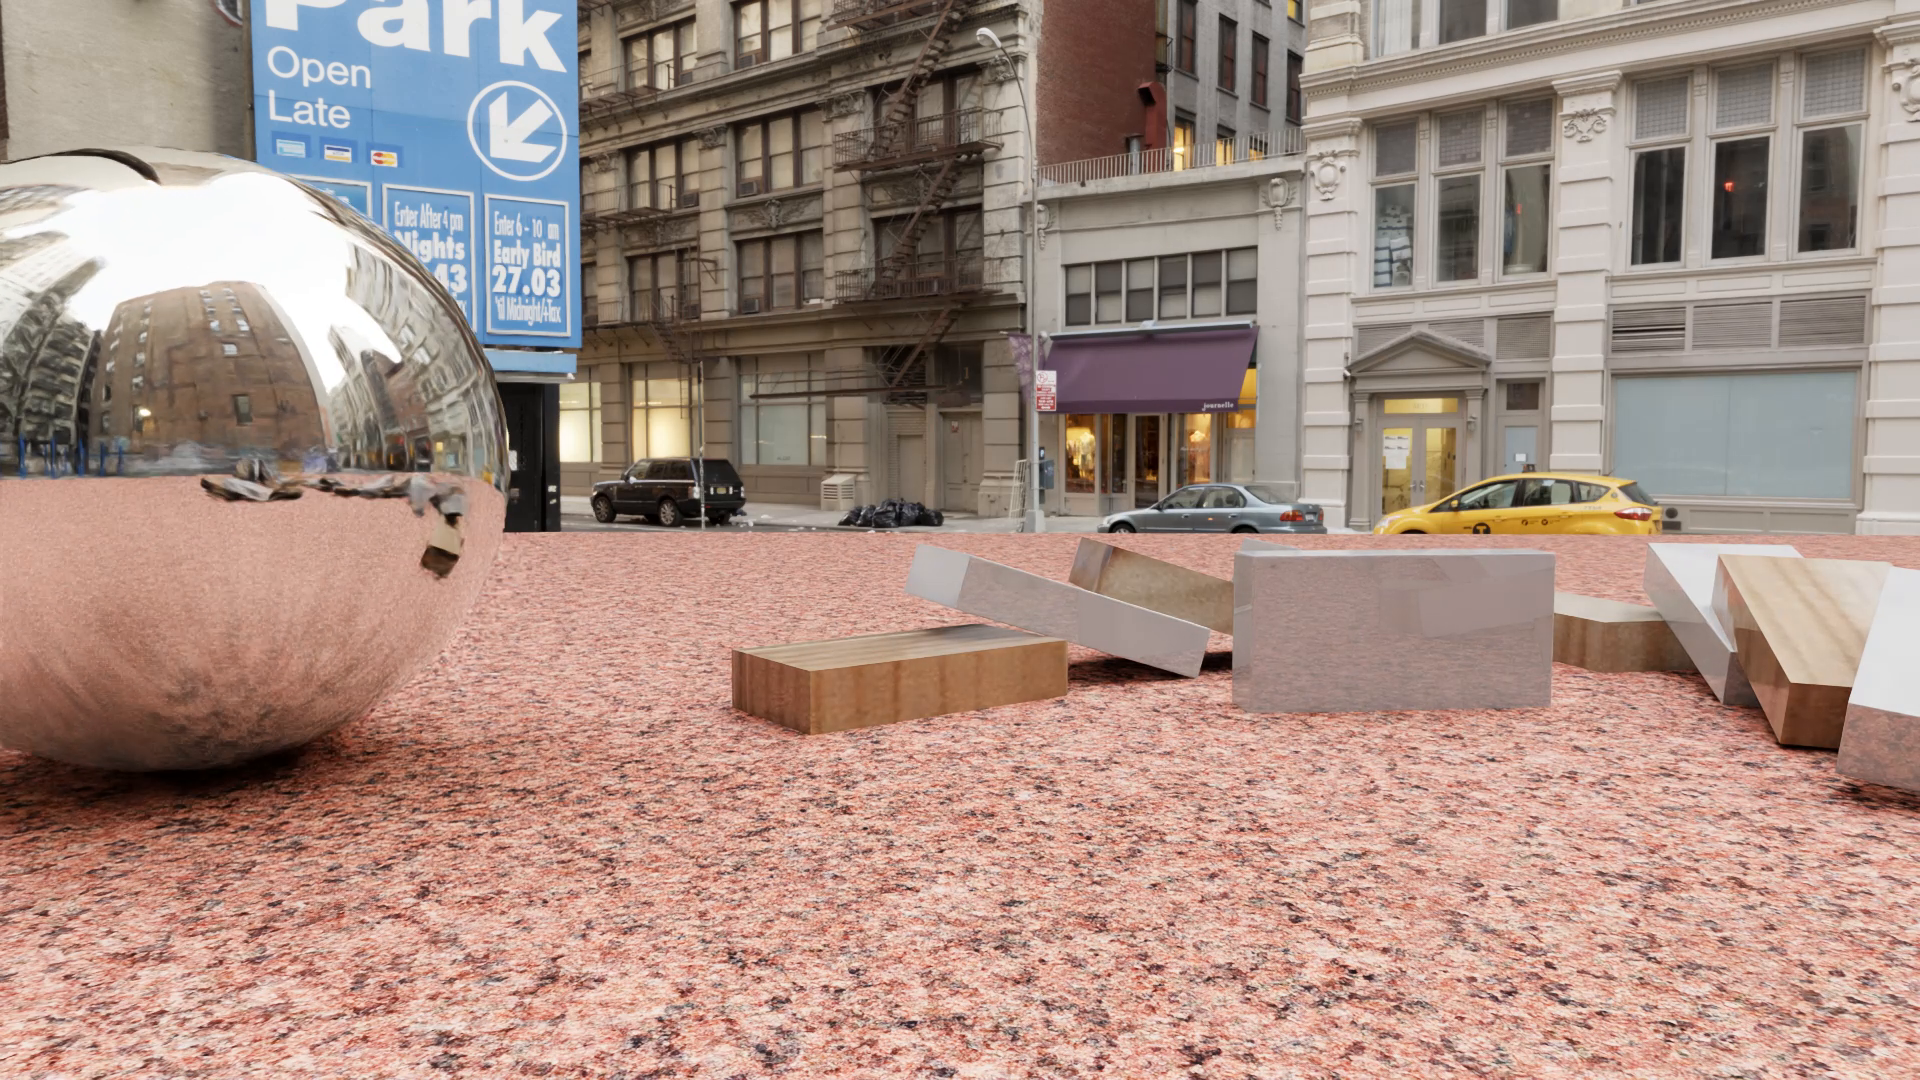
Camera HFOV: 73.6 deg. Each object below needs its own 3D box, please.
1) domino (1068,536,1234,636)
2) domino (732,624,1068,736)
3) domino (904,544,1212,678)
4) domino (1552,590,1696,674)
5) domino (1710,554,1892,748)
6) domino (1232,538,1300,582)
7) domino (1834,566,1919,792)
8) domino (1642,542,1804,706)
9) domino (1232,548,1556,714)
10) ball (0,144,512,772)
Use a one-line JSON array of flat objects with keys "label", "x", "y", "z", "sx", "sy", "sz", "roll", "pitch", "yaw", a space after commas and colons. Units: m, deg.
[{"label": "domino", "x": 0.049, "y": 0.012, "z": 0.250, "sx": 0.050, "sy": 0.009, "sz": 0.025, "roll": 17, "pitch": 2, "yaw": -9}, {"label": "domino", "x": -0.009, "y": 0.022, "z": 0.212, "sx": 0.050, "sy": 0.009, "sz": 0.025, "roll": -3, "pitch": 5, "yaw": -37}, {"label": "domino", "x": 0.018, "y": 0.013, "z": 0.235, "sx": 0.050, "sy": 0.010, "sz": 0.025, "roll": 17, "pitch": -2, "yaw": -23}, {"label": "domino", "x": 0.126, "y": 0.018, "z": 0.265, "sx": 0.025, "sy": 0.010, "sz": 0.050, "roll": -1, "pitch": 4, "yaw": -12}, {"label": "domino", "x": 0.134, "y": 0.016, "z": 0.196, "sx": 0.025, "sy": 0.009, "sz": 0.050, "roll": 3, "pitch": 21, "yaw": 19}, {"label": "domino", "x": 0.082, "y": 0.012, "z": 0.252, "sx": 0.050, "sy": 0.009, "sz": 0.025, "roll": 16, "pitch": 2, "yaw": -9}, {"label": "domino", "x": 0.130, "y": 0.018, "z": 0.163, "sx": 0.025, "sy": 0.009, "sz": 0.050, "roll": 12, "pitch": 25, "yaw": 37}, {"label": "domino", "x": 0.142, "y": 0.014, "z": 0.228, "sx": 0.025, "sy": 0.010, "sz": 0.050, "roll": 1, "pitch": 21, "yaw": 13}, {"label": "domino", "x": 0.070, "y": 0.014, "z": 0.209, "sx": 0.050, "sy": 0.025, "sz": 0.010, "roll": 0, "pitch": 4, "yaw": -6}, {"label": "ball", "x": -0.101, "y": -0.010, "z": 0.168, "sx": 0.080, "sy": 0.080, "sz": 0.080, "roll": 0, "pitch": 4, "yaw": 0}]
